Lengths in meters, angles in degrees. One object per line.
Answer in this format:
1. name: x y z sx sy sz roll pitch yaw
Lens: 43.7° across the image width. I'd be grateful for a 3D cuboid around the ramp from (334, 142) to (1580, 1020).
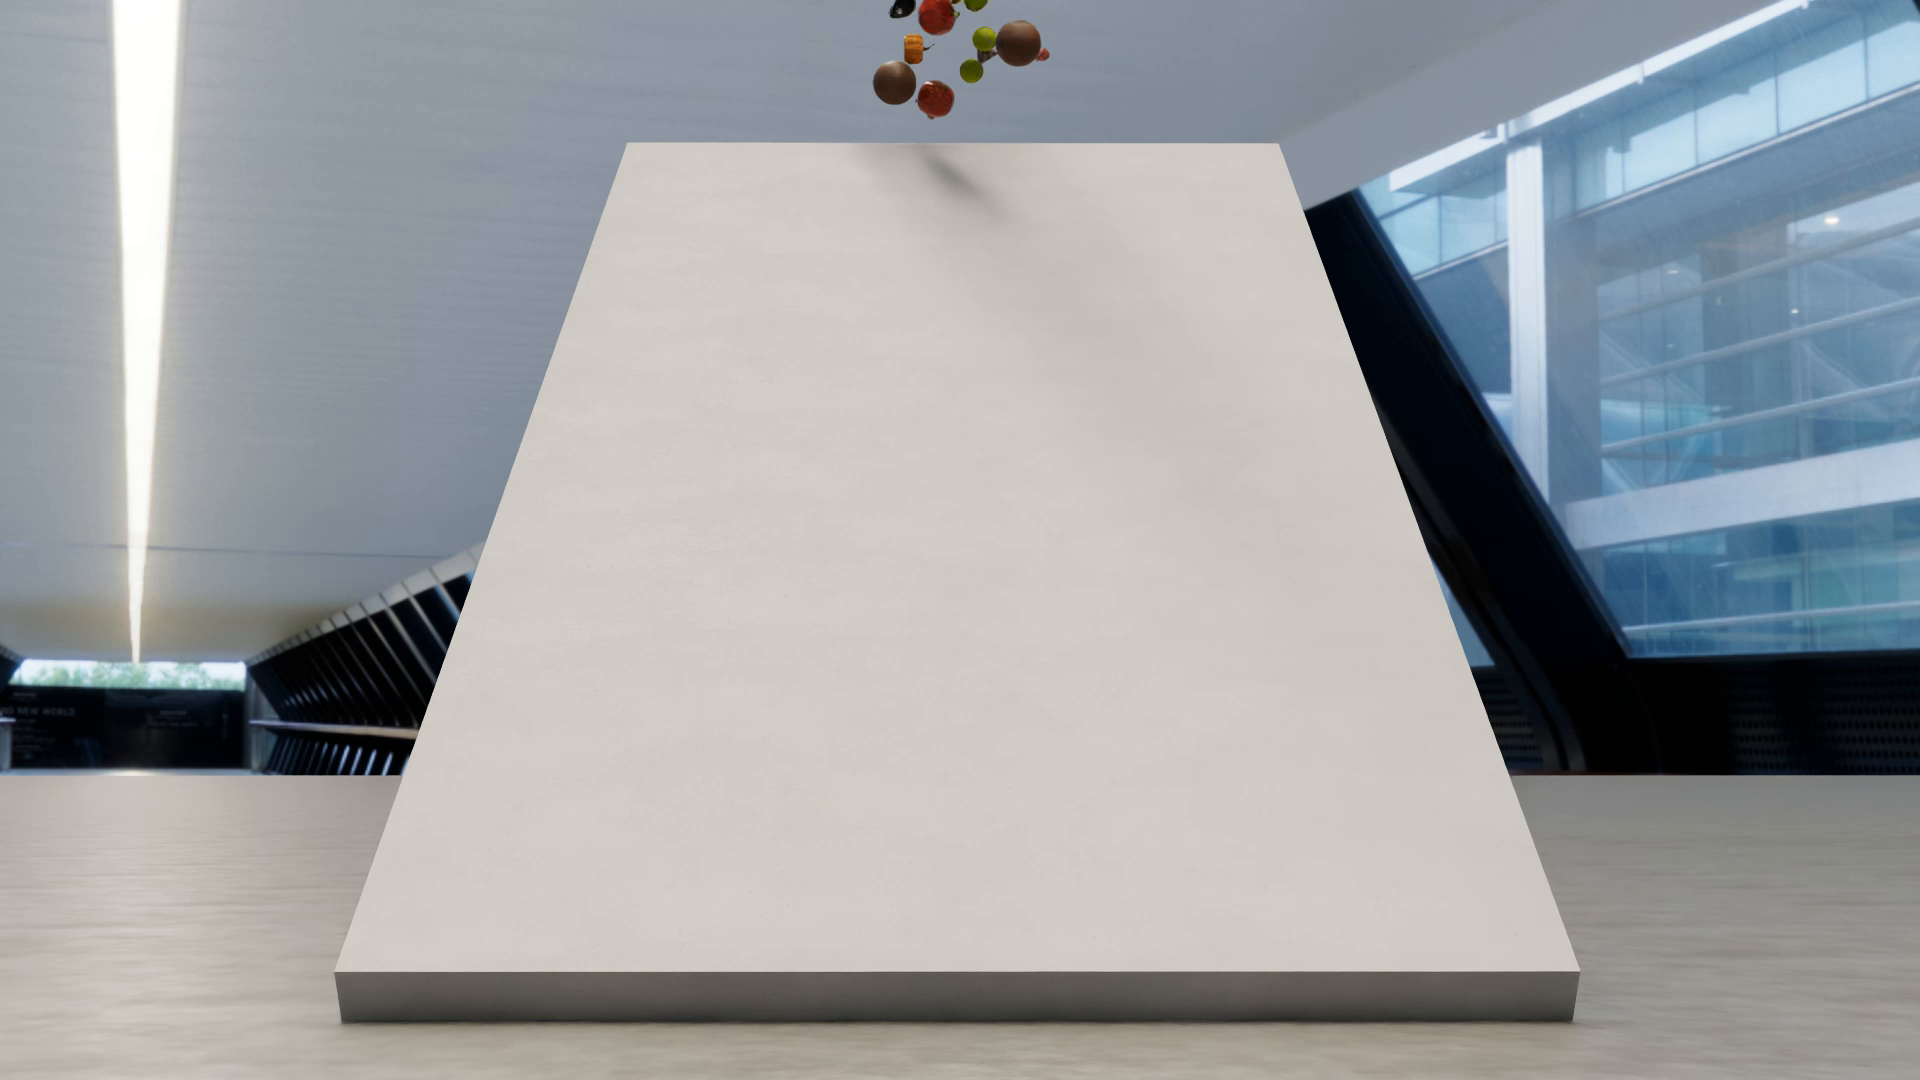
1. ramp: -0.012 -0.220 5.622 2.000 0.100 4.000 0 29 0
